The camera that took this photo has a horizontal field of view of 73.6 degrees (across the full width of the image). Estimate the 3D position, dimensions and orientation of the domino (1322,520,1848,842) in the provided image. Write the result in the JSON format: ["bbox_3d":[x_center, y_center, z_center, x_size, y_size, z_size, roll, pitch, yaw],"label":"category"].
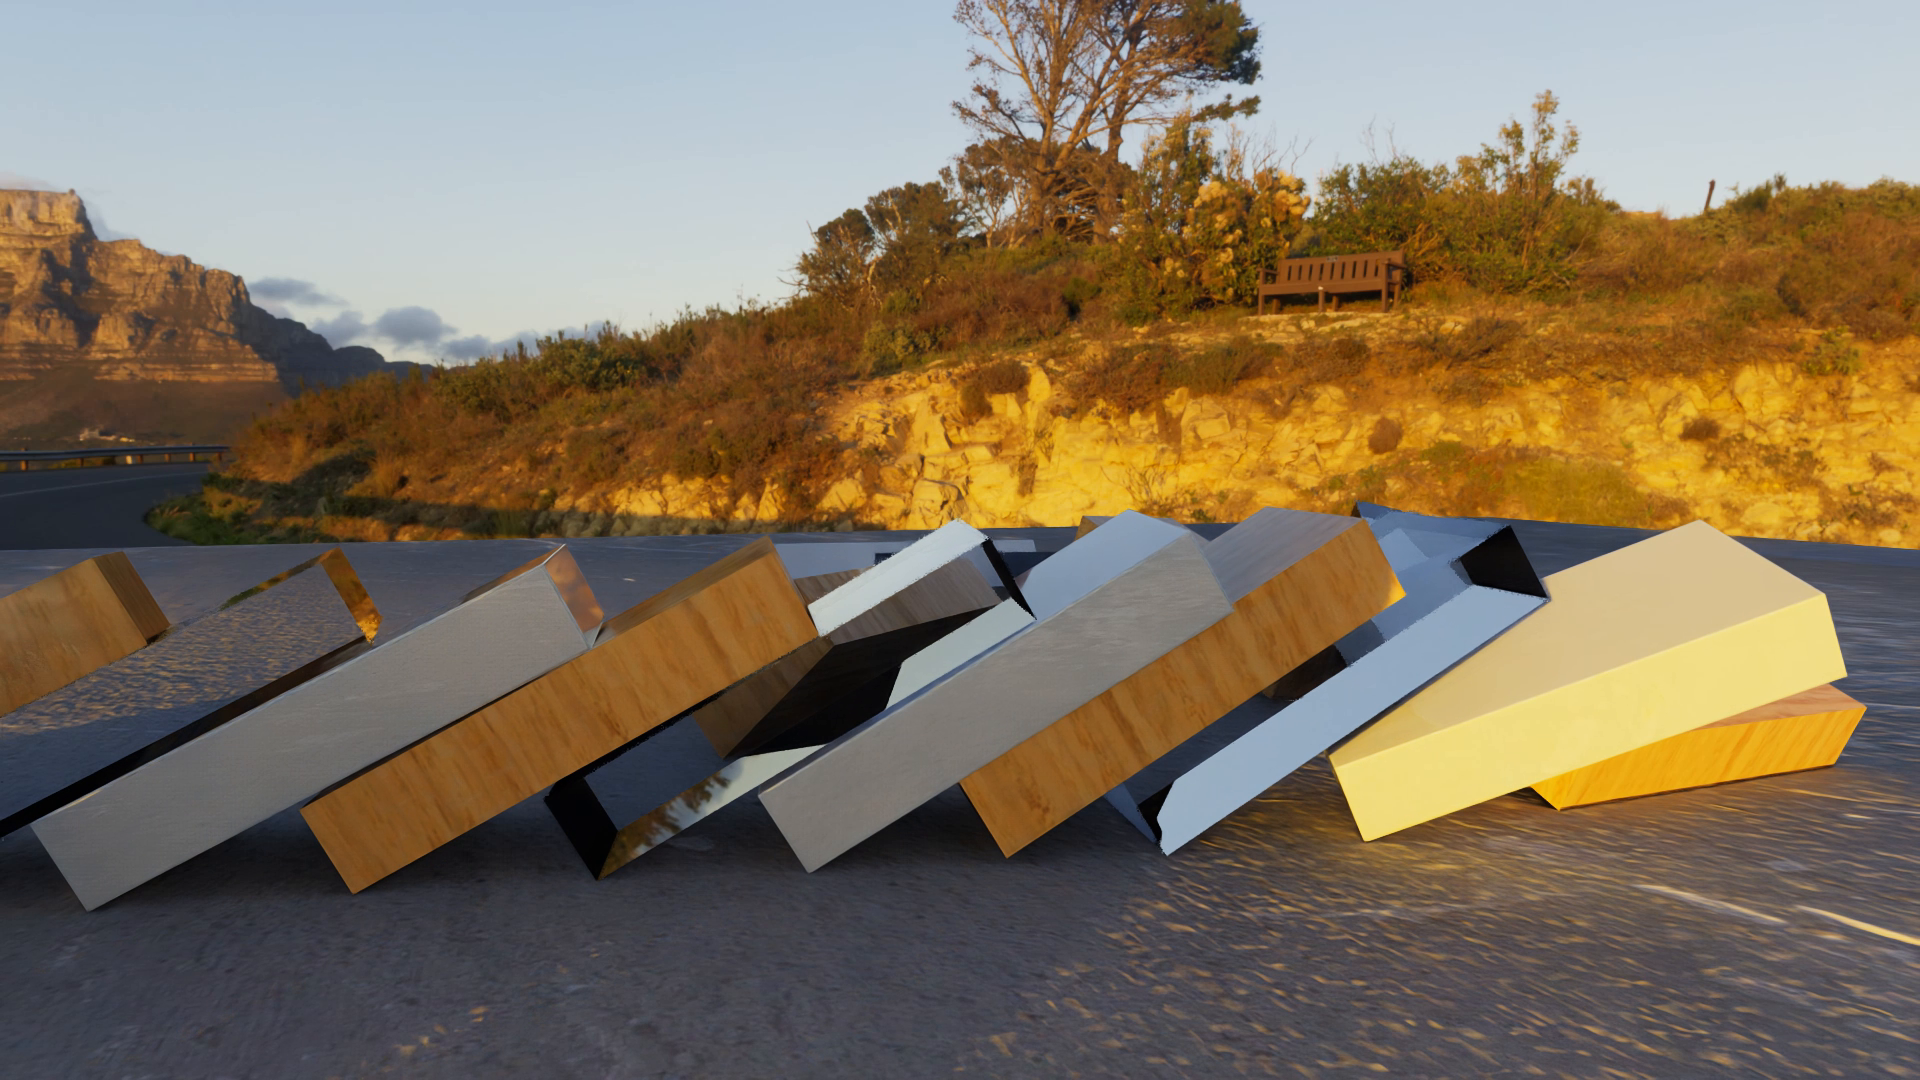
[{"bbox_3d":[0.065,0.015,0.143,0.050,0.009,0.025,-22,15,10],"label":"domino"}]

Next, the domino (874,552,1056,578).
[{"bbox_3d":[0.001,0.015,0.177,0.025,0.009,0.050,0,-20,-4],"label":"domino"}]

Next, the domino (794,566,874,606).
[{"bbox_3d":[-0.017,0.015,0.202,0.025,0.009,0.050,-45,-16,23],"label":"domino"}]

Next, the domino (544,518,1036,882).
[{"bbox_3d":[-0.018,0.015,0.138,0.050,0.009,0.025,-30,9,-3],"label":"domino"}]

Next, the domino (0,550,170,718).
[{"bbox_3d":[-0.105,0.017,0.122,0.050,0.009,0.025,-31,15,-23],"label":"domino"}]

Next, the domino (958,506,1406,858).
[{"bbox_3d":[0.021,0.014,0.144,0.050,0.009,0.025,-32,9,-6],"label":"domino"}]

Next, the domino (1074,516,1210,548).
[{"bbox_3d":[0.046,0.010,0.242,0.025,0.010,0.050,1,25,-37],"label":"domino"}]

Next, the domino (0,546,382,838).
[{"bbox_3d":[-0.085,0.017,0.129,0.050,0.009,0.025,-30,14,-18],"label":"domino"}]

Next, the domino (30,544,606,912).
[{"bbox_3d":[-0.062,0.017,0.132,0.050,0.009,0.025,-28,10,-9],"label":"domino"}]

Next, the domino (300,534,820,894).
[{"bbox_3d":[-0.040,0.016,0.136,0.050,0.009,0.025,-29,8,-6],"label":"domino"}]

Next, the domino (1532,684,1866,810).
[{"bbox_3d":[0.089,0.021,0.167,0.050,0.009,0.025,-2,29,-24],"label":"domino"}]

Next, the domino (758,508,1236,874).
[{"bbox_3d":[0.003,0.015,0.140,0.050,0.009,0.025,-31,9,-2],"label":"domino"}]

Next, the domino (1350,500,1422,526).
[{"bbox_3d":[0.076,0.011,0.202,0.025,0.009,0.050,13,28,3],"label":"domino"}]

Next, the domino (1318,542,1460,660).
[{"bbox_3d":[0.073,0.012,0.226,0.025,0.009,0.050,10,20,-3],"label":"domino"}]

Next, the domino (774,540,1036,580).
[{"bbox_3d":[-0.012,0.012,0.234,0.050,0.025,0.009,-1,46,-12],"label":"domino"}]

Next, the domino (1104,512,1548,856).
[{"bbox_3d":[0.038,0.015,0.147,0.050,0.009,0.025,-32,9,-7],"label":"domino"}]
